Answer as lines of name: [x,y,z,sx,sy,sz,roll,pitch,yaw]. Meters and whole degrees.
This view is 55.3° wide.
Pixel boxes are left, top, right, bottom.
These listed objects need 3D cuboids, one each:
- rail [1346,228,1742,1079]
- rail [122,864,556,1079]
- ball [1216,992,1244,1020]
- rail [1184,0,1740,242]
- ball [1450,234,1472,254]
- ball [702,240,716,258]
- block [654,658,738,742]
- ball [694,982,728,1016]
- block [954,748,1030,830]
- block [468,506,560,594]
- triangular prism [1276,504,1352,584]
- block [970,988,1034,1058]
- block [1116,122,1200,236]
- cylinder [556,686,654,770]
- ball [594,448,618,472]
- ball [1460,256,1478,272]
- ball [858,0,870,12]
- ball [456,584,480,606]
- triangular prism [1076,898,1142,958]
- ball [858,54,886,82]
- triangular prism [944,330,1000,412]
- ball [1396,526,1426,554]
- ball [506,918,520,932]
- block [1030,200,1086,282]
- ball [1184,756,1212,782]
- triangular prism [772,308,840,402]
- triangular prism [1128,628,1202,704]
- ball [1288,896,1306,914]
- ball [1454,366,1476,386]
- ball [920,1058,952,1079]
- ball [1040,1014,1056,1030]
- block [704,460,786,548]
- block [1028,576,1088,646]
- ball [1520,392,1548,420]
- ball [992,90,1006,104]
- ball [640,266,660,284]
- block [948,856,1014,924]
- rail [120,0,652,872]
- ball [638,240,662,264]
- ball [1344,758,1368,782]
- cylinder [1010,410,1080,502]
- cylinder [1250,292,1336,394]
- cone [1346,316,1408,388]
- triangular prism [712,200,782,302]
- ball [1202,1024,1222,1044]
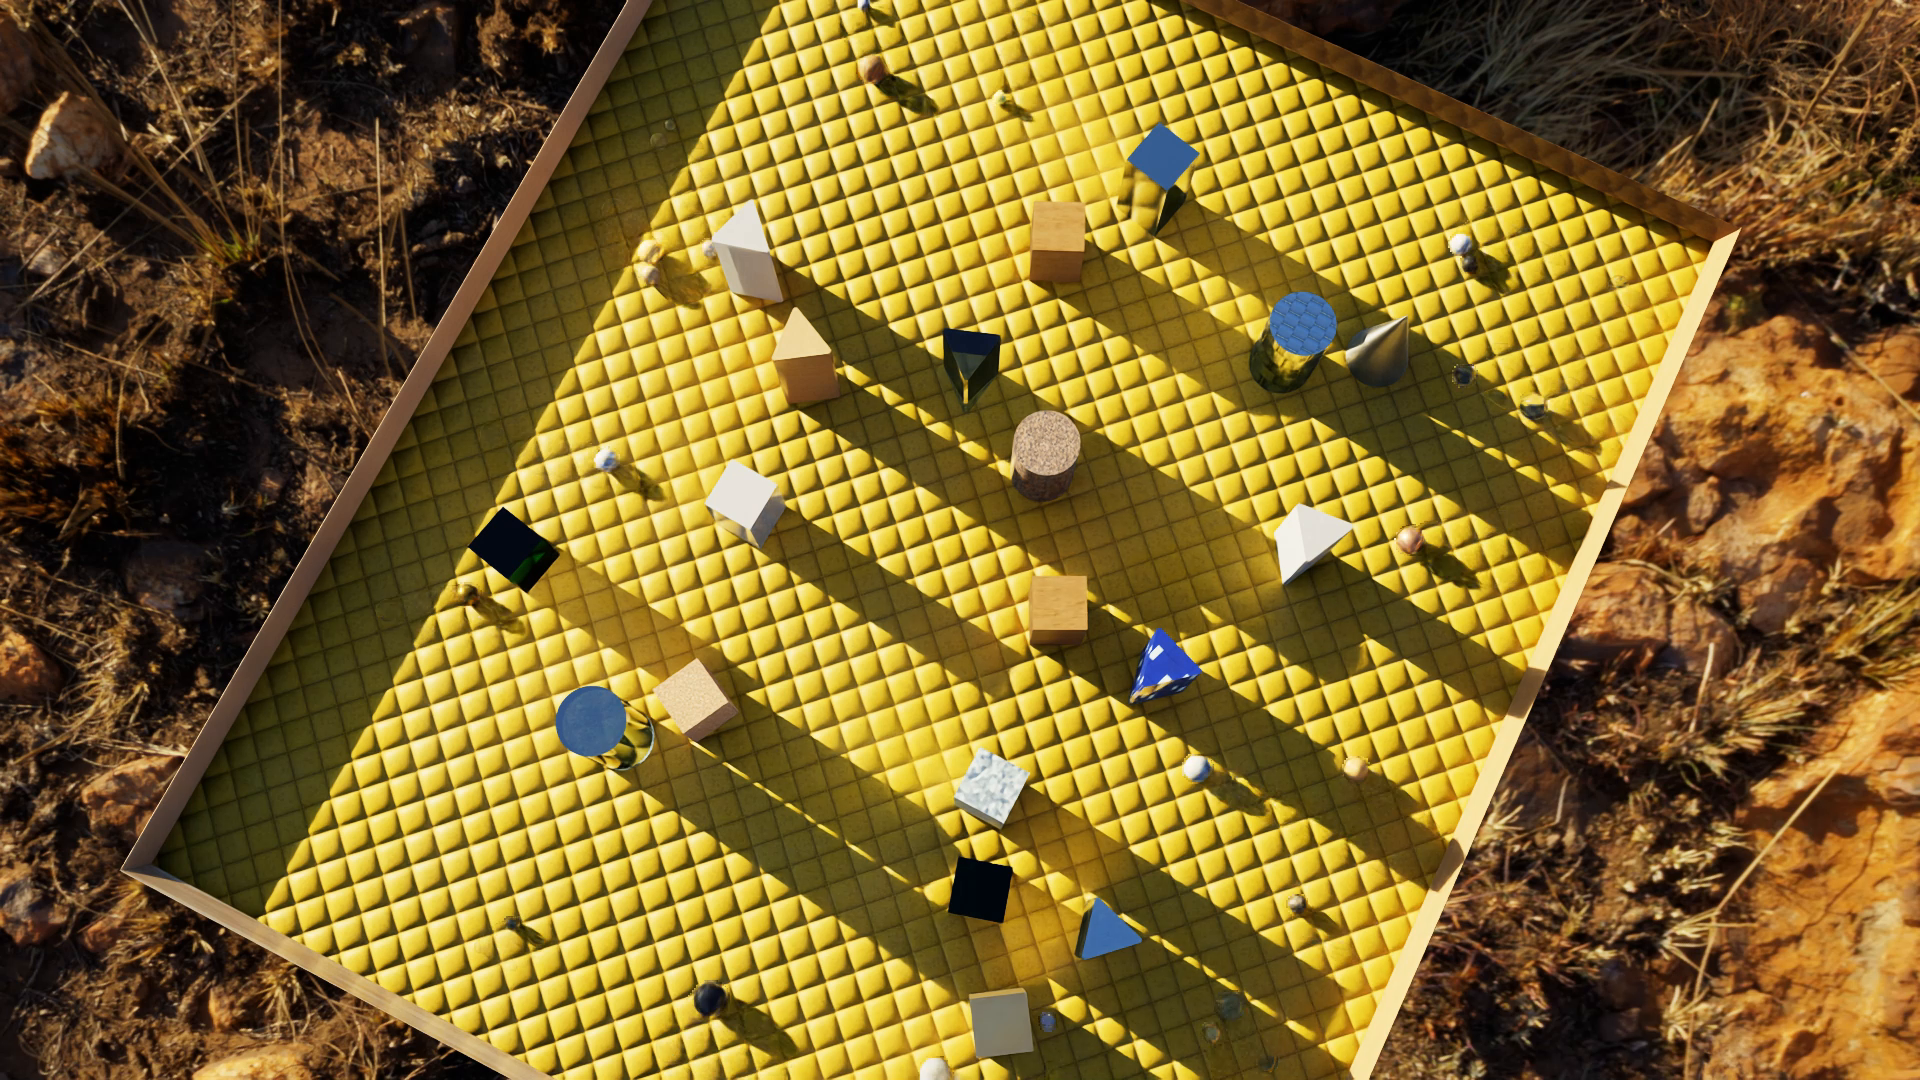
rail: [1.527,0.755,5.394,0.045,0.127,3.924,26,80,5]
rail: [-0.867,1.704,5.198,3.462,0.127,0.045,26,80,5]
ball: [0.781,1.346,5.296,0.081,0.081,0.081,0,78,0]
rail: [0.867,-1.691,5.900,3.462,0.127,0.045,26,80,5]
ball: [1.580,-0.933,5.777,0.064,0.064,0.064,0,78,0]
ball: [-0.789,-0.918,5.779,0.054,0.054,0.054,0,78,0]
block: [-0.773,0.473,5.381,0.157,0.269,0.157,-35,80,-7]
ball: [-0.721,1.327,5.292,0.098,0.098,0.098,0,78,0]
block: [0.089,0.718,5.278,0.157,0.373,0.157,27,80,5]
block: [-1.332,0.032,5.487,0.157,0.241,0.157,38,81,7]
triangular prism: [1.012,-0.008,5.424,0.170,0.381,0.147,-37,81,-7]
block: [0.113,1.353,5.150,0.157,0.365,0.157,-6,78,-1]
block: [0.607,-1.107,5.654,0.157,0.376,0.157,39,81,7]
cylinder: [-1.014,0.545,5.264,0.196,0.469,0.196,0,78,0]
ball: [-1.086,-0.244,5.631,0.072,0.072,0.072,0,78,0]
ball: [1.605,-0.868,5.769,0.053,0.053,0.053,0,78,0]
ball: [-0.313,-1.740,5.956,0.041,0.041,0.041,0,78,0]
ball: [-1.491,0.167,5.548,0.067,0.067,0.067,0,78,0]
triangular prism: [0.399,1.092,5.218,0.170,0.338,0.147,-16,79,-3]
ball: [-0.283,-1.513,5.885,0.087,0.087,0.087,0,78,0]
triangular prism: [0.010,-0.539,5.544,0.147,0.360,0.170,36,81,7]
ball: [1.371,0.002,5.573,0.084,0.084,0.084,0,78,0]
ball: [-1.310,1.126,5.363,0.041,0.041,0.041,0,78,0]
block: [0.299,-0.920,5.667,0.157,0.273,0.157,2,78,0]
ball: [0.704,0.678,5.435,0.080,0.080,0.080,0,78,0]
triangular prism: [-0.466,-0.555,5.500,0.170,0.453,0.147,-8,78,-2]
triangular prism: [0.572,0.360,5.318,0.170,0.440,0.147,-13,79,-3]
ball: [0.989,1.069,5.369,0.052,0.052,0.052,0,78,0]
ball: [1.567,-0.511,5.690,0.064,0.064,0.064,0,78,0]
ball: [-0.071,1.530,5.254,0.090,0.090,0.090,0,78,0]
ball: [0.255,1.394,5.305,0.045,0.045,0.045,0,78,0]
block: [-0.640,-0.105,5.493,0.157,0.286,0.157,29,80,6]
block: [0.288,0.211,5.420,0.157,0.300,0.157,0,78,0]
ball: [1.772,-0.412,5.658,0.085,0.085,0.085,0,78,0]
ball: [0.128,-1.420,5.888,0.044,0.044,0.044,0,78,0]
ball: [-0.972,-0.833,5.757,0.062,0.062,0.062,0,78,0]
block: [0.058,1.006,5.258,0.157,0.295,0.157,11,79,2]
rail: [-1.527,-0.741,5.704,0.045,0.127,3.924,26,80,5]
ball: [-0.974,-0.906,5.765,0.076,0.076,0.076,0,78,0]
ball: [1.177,0.682,5.439,0.071,0.071,0.071,0,78,0]
cylinder: [0.253,-0.248,5.492,0.196,0.344,0.196,0,78,0]
cylinder: [1.002,-0.592,5.539,0.196,0.392,0.196,0,78,0]
cone: [1.306,-0.614,5.534,0.196,0.410,0.196,0,78,0]
triangular prism: [-0.625,-0.884,5.574,0.170,0.442,0.147,12,79,2]
ball: [0.727,1.425,5.293,0.056,0.056,0.056,0,78,0]
